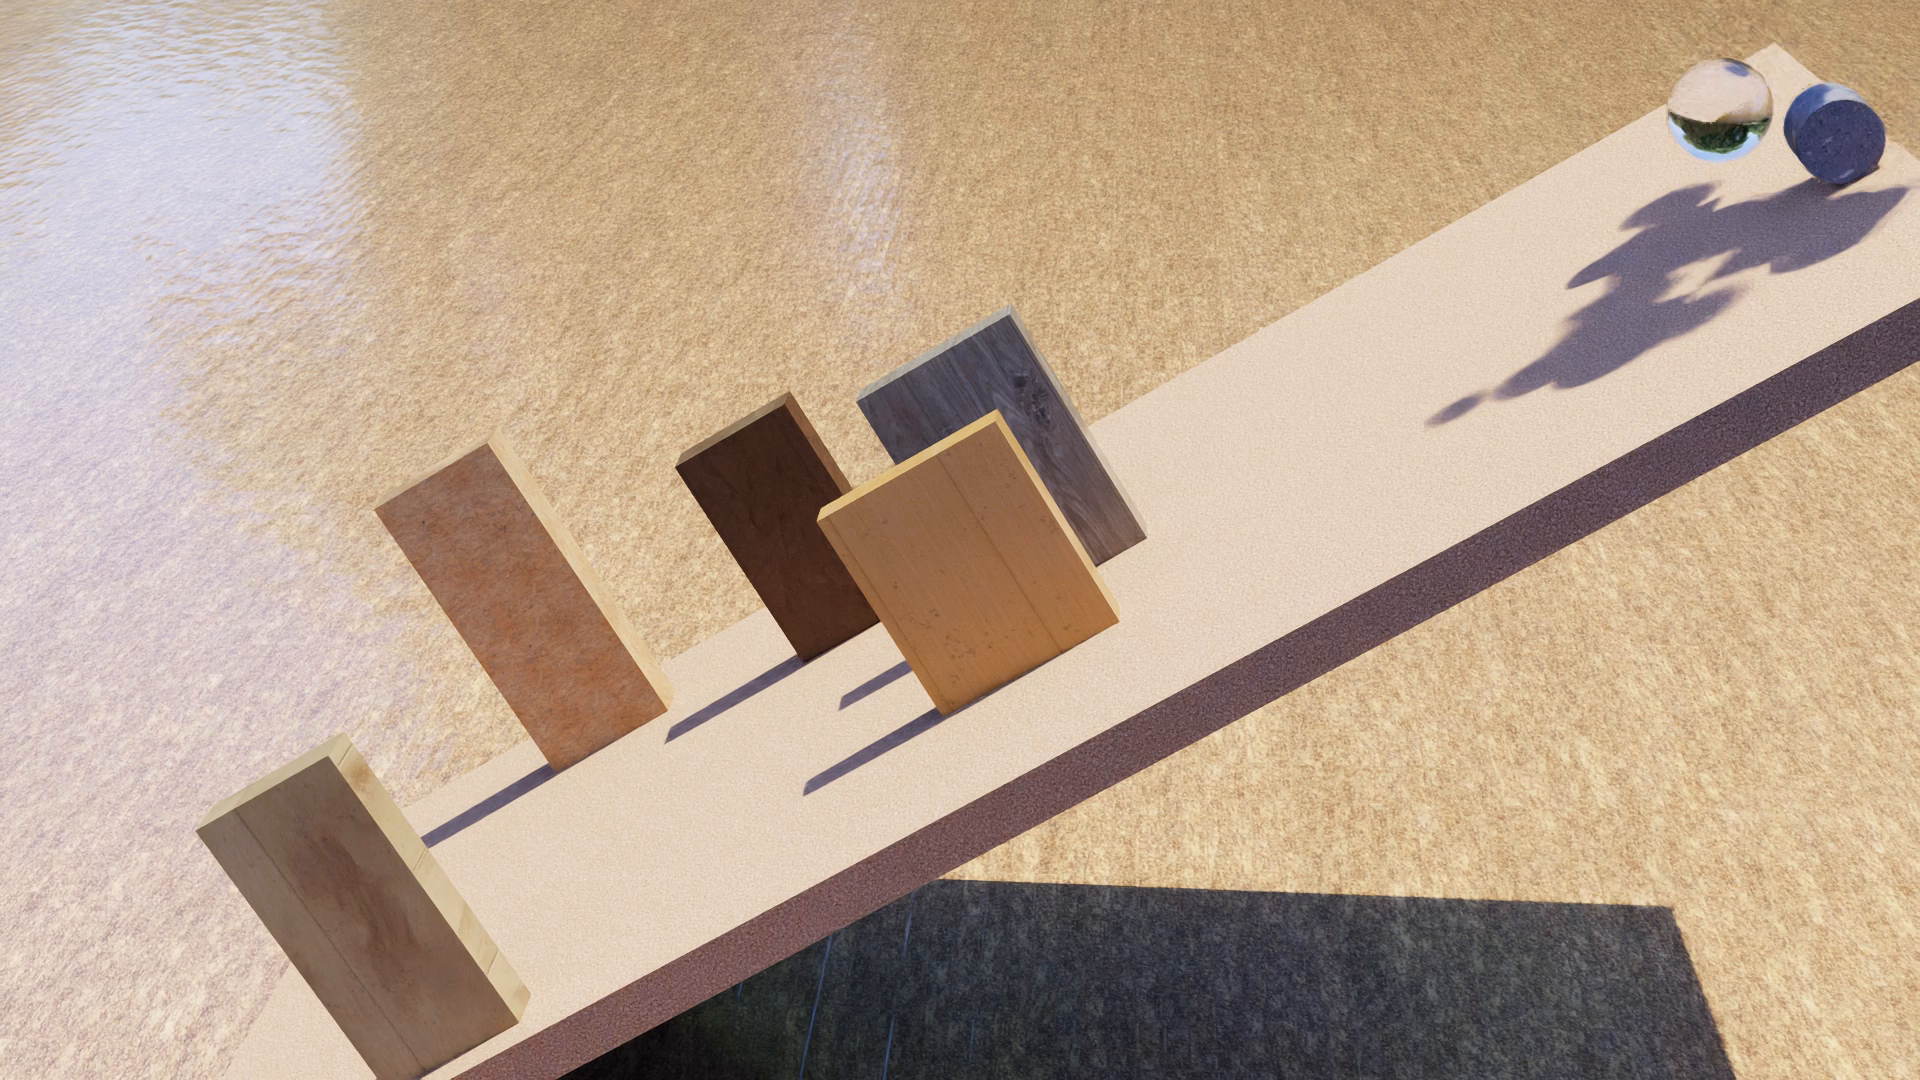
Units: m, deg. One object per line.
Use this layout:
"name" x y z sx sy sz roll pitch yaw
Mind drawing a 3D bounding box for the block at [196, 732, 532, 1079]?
"block" -1.143 0.720 5.661 0.312 0.643 0.116 -29 15 12

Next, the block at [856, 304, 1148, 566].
"block" 0.090 -0.159 6.147 0.371 0.559 0.089 -29 15 12

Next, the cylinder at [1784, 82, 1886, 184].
"cylinder" 1.690 -0.787 5.686 0.163 0.163 0.163 2 20 5

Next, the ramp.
"ramp" 0.142 0.168 6.287 4.000 0.100 2.000 -29 15 12

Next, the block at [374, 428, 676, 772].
"block" -1.034 0.148 7.030 0.327 0.776 0.125 -29 15 12

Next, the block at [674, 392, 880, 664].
"block" -0.371 -0.027 6.691 0.294 0.547 0.107 -29 15 12

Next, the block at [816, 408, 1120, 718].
"block" 0.019 0.049 5.787 0.407 0.475 0.083 -29 15 12

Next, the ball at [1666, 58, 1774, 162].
"ball" 1.497 -0.847 5.794 0.205 0.205 0.205 0 19 0
